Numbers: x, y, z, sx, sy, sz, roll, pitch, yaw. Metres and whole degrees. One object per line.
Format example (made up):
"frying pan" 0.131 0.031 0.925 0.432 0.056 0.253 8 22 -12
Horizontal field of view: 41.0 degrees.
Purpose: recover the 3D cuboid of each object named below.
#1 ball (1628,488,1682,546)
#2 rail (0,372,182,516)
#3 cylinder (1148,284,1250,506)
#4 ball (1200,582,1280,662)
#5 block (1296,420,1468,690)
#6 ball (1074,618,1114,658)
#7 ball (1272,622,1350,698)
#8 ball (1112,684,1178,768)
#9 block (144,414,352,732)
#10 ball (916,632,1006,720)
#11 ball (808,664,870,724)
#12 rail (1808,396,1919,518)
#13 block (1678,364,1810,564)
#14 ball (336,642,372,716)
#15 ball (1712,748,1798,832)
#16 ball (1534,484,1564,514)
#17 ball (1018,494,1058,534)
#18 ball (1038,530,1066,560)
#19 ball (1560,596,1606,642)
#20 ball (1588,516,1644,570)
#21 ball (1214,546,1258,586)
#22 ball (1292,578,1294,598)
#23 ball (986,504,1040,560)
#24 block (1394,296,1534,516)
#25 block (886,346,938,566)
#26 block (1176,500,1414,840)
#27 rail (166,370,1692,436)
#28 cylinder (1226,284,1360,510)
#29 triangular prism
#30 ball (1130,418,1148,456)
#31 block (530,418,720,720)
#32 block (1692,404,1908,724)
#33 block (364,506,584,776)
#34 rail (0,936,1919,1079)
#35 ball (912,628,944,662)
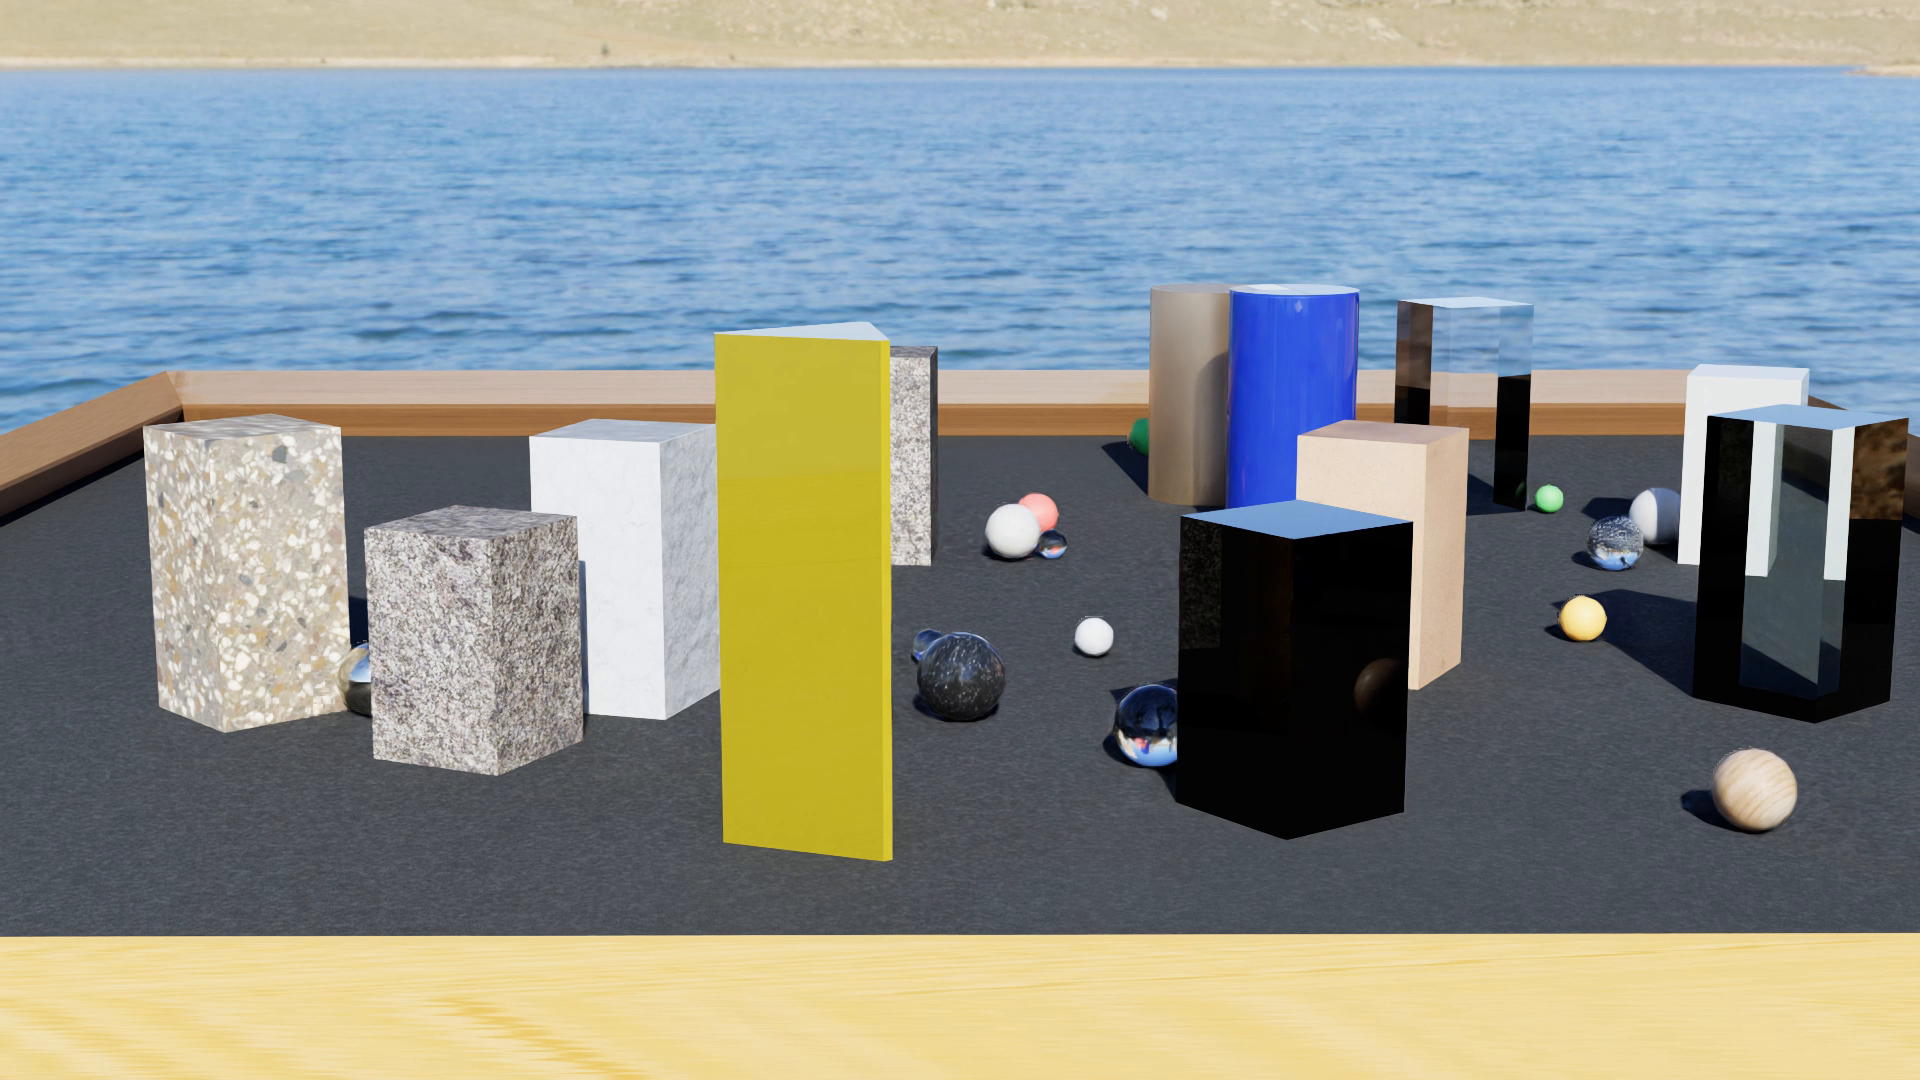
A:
"ball" 1.071 -0.035 3.930 0.090 0.090 0.090 0 10 0
"rail" -1.543 0.035 3.440 0.045 0.129 3.369 0 10 0
"cylinder" 0.421 -0.250 4.362 0.199 0.356 0.199 0 10 0
"ball" 0.345 0.102 3.167 0.099 0.099 0.099 0 10 0
"block" 0.510 0.014 3.112 0.159 0.292 0.159 6 12 28
"ball" 0.167 0.122 3.197 0.049 0.049 0.049 0 10 0
"ball" 0.409 0.140 2.990 0.089 0.089 0.089 0 10 0
"ball" 0.204 0.195 2.695 0.087 0.087 0.087 0 10 0
"block" -0.809 0.033 2.918 0.159 0.326 0.159 -9 14 -42
"ball" 0.001 0.153 2.886 0.100 0.100 0.100 0 10 0
"ball" -0.136 0.172 2.870 0.069 0.069 0.069 0 10 0
"rail" 1.543 0.032 3.457 0.045 0.129 3.369 0 10 0
"block" 1.168 -0.111 3.821 0.159 0.280 0.159 4 11 22
"ball" -0.664 0.157 2.909 0.084 0.084 0.084 0 10 0
"ball" 0.765 0.241 2.470 0.079 0.079 0.079 0 10 0
"ball" 0.971 -0.067 4.226 0.047 0.047 0.047 0 10 0
"ball" 0.120 -0.039 4.016 0.068 0.068 0.068 0 10 0
"ball" 0.137 0.006 3.833 0.045 0.045 0.045 0 10 0
"ball" 0.797 0.101 3.282 0.058 0.058 0.058 0 10 0
"ball" 0.958 0.004 3.746 0.080 0.080 0.080 0 10 0
"ball" 0.386 0.041 3.599 0.062 0.062 0.062 0 10 0
"ball" 0.482 0.064 3.418 0.082 0.082 0.082 0 10 0
"ball" 0.079 -0.013 3.812 0.082 0.082 0.082 0 10 0
"block" 0.832 -0.223 4.257 0.159 0.342 0.159 -4 11 -22
"block" -0.118 -0.129 3.843 0.159 0.308 0.159 1 10 4
"block" 0.328 0.122 2.526 0.159 0.292 0.159 -8 13 -36
"rail" -0.010 -0.269 5.082 3.133 0.129 0.045 0 10 0
"cylinder" 0.514 -0.195 3.977 0.199 0.387 0.199 0 10 0
"triangular prism" -0.119 0.041 2.436 0.172 0.484 0.149 4 11 21
"ball" 0.356 -0.195 4.851 0.071 0.071 0.071 0 10 0
"block" -0.384 0.030 2.963 0.159 0.315 0.159 3 11 18
"block" 0.967 0.022 2.956 0.159 0.332 0.159 -9 14 -40
"block" -0.518 0.103 2.747 0.159 0.249 0.159 5 12 25
"rail" 0.010 0.335 1.815 3.133 0.129 0.045 0 10 0
"ball" -0.037 0.132 3.157 0.044 0.044 0.044 0 10 0
